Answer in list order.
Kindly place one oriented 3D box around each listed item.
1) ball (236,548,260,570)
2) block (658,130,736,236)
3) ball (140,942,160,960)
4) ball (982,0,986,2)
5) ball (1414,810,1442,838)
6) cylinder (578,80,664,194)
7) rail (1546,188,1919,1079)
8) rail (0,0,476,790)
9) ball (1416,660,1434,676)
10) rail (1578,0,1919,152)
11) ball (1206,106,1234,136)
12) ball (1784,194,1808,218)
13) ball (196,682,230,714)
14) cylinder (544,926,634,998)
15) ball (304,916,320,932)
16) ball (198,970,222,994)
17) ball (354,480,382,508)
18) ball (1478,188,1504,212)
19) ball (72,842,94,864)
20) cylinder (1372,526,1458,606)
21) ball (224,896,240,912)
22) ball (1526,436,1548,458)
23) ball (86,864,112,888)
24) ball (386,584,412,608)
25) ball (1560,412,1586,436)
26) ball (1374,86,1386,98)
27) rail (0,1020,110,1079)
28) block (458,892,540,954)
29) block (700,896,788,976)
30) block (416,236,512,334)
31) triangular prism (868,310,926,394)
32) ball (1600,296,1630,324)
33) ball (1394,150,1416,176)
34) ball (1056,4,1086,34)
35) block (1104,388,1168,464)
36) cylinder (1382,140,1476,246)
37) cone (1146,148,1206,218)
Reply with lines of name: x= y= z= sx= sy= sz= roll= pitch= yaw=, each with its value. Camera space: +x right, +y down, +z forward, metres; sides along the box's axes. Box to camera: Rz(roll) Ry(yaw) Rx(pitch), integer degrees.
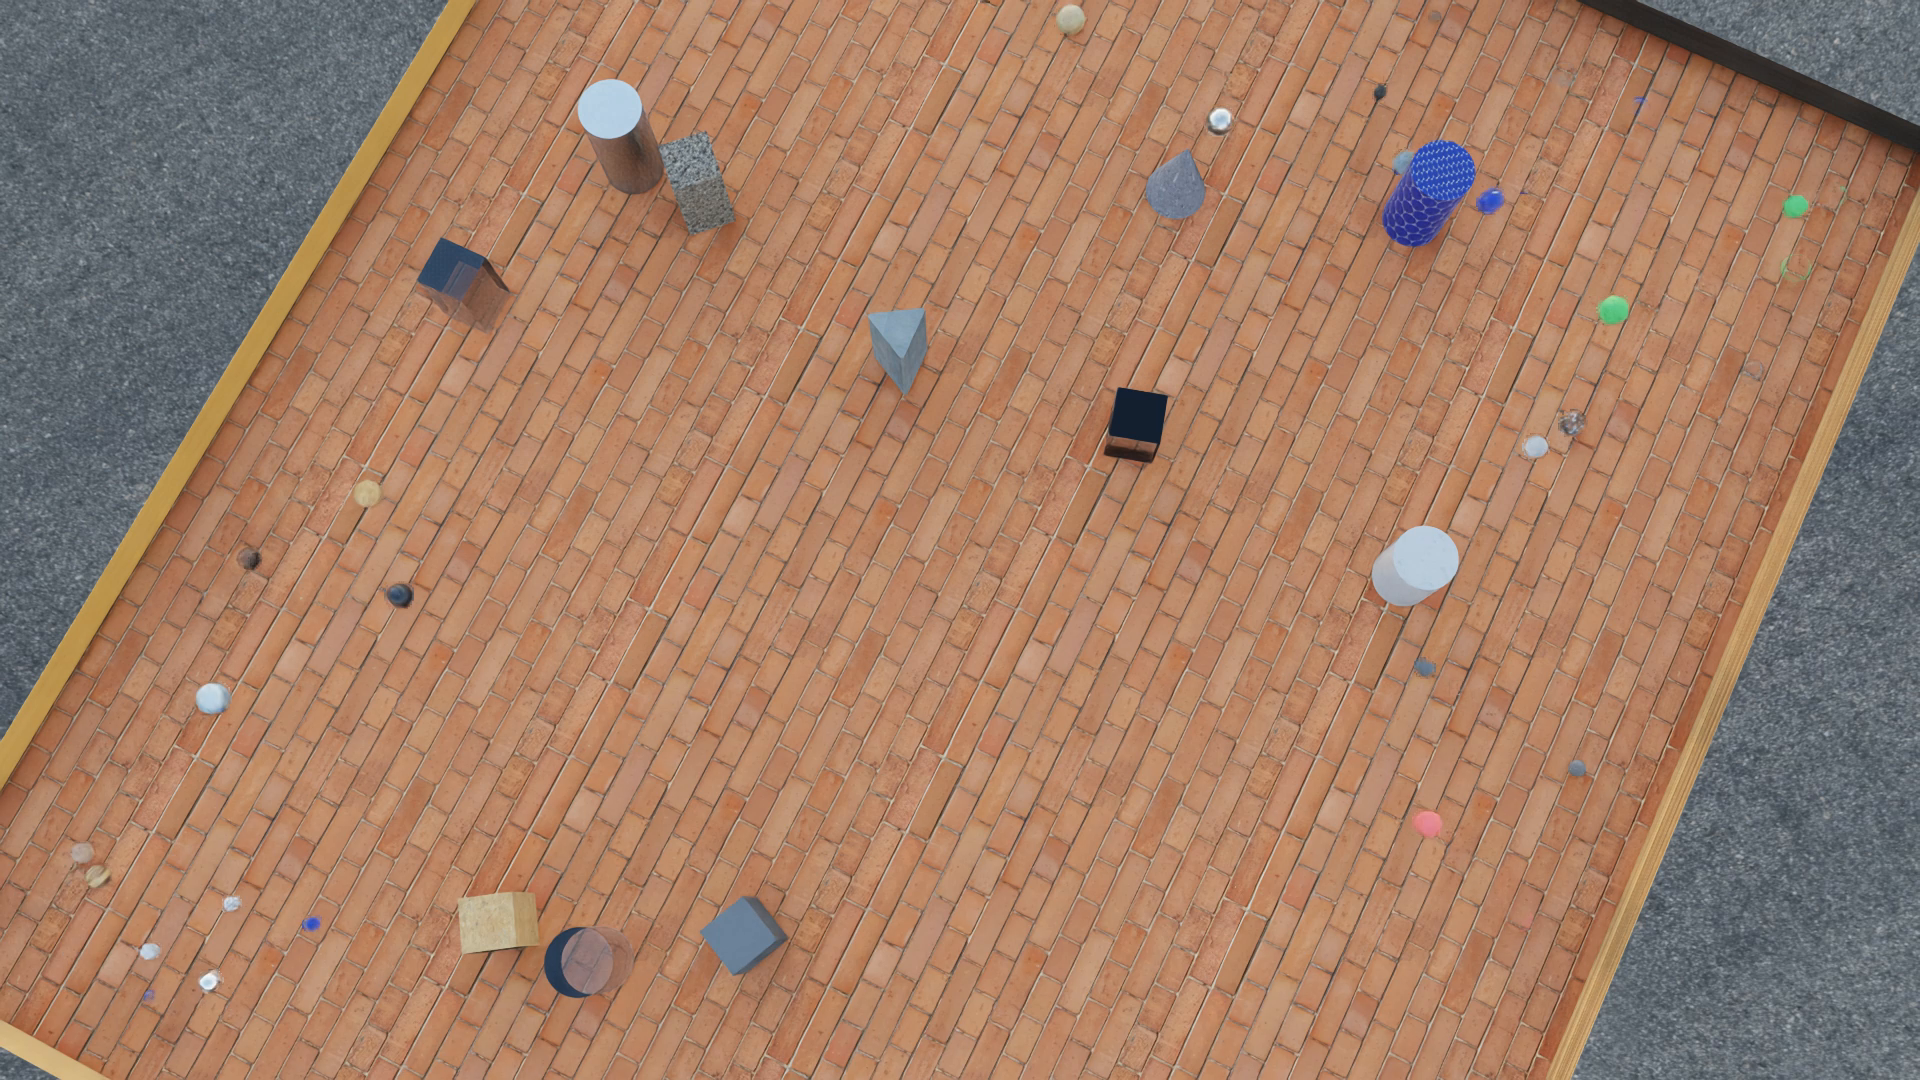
ball: x=-2.162 y=0.056 z=5.571 sx=0.067 sy=0.067 sz=0.067 roll=0 pitch=78 yaw=0
block: x=-0.808 y=-1.097 z=5.658 sx=0.152 sy=0.362 sz=0.152 roll=-19 pitch=79 yaw=-4
ball: x=-2.361 y=1.199 z=5.342 sx=0.051 sy=0.051 sz=0.051 roll=0 pitch=78 yaw=0
ball: x=0.077 y=-1.787 z=5.949 sx=0.074 sy=0.074 sz=0.074 roll=0 pitch=78 yaw=0
ball: x=1.381 y=0.837 z=5.403 sx=0.079 sy=0.079 sz=0.079 roll=0 pitch=78 yaw=0
cylinder: x=-1.041 y=-1.238 z=5.655 sx=0.190 sy=0.426 sz=0.190 roll=0 pitch=78 yaw=0
rail: x=1.984 y=0.978 z=5.350 sx=0.045 sy=0.123 sz=5.066 roll=26 pitch=80 yaw=5
rail: x=-1.984 y=-0.965 z=5.752 sx=0.045 sy=0.123 sz=5.066 roll=26 pitch=80 yaw=5
ball: x=1.398 y=0.386 z=5.510 sx=0.051 sy=0.051 sz=0.051 roll=0 pitch=78 yaw=0
rail: x=1.122 y=-2.191 z=6.006 sx=4.483 sy=0.123 sz=0.045 roll=26 pitch=80 yaw=5
ball: x=0.830 y=-1.336 z=5.847 sx=0.089 sy=0.089 sz=0.089 roll=0 pitch=78 yaw=0
ball: x=2.645 y=-1.057 z=5.799 sx=0.070 sy=0.070 sz=0.070 roll=0 pitch=78 yaw=0
ball: x=-2.230 y=0.474 z=5.470 sx=0.095 sy=0.095 sz=0.095 roll=0 pitch=78 yaw=0
cylinder: x=-1.047 y=1.194 z=5.197 sx=0.190 sy=0.337 sz=0.190 roll=0 pitch=78 yaw=0
ball: x=-1.894 y=1.124 z=5.362 sx=0.042 sy=0.042 sz=0.042 roll=0 pitch=78 yaw=0
ball: x=-2.177 y=1.283 z=5.319 sx=0.063 sy=0.063 sz=0.063 roll=0 pitch=78 yaw=0
ball: x=-1.811 y=-0.142 z=5.603 sx=0.084 sy=0.084 sz=0.084 roll=0 pitch=78 yaw=0
ball: x=1.682 y=-1.074 z=5.799 sx=0.078 sy=0.078 sz=0.078 roll=0 pitch=78 yaw=0
ball: x=-2.583 y=0.921 z=5.395 sx=0.060 sy=0.060 sz=0.060 roll=0 pitch=78 yaw=0
cylinder: x=1.352 y=0.081 z=5.454 sx=0.190 sy=0.285 sz=0.190 roll=0 pitch=78 yaw=0
ball: x=-2.136 y=1.067 z=5.373 sx=0.044 sy=0.044 sz=0.044 roll=0 pitch=78 yaw=0
ball: x=1.775 y=-0.287 z=5.641 sx=0.068 sy=0.068 sz=0.068 roll=0 pitch=78 yaw=0
ball: x=-2.529 y=0.988 z=5.377 sx=0.069 sy=0.069 sz=0.069 roll=0 pitch=78 yaw=0
ball: x=-1.696 y=0.168 z=5.544 sx=0.075 sy=0.075 sz=0.075 roll=0 pitch=78 yaw=0
ball: x=1.890 y=-0.359 z=5.652 sx=0.075 sy=0.075 sz=0.075 roll=0 pitch=78 yaw=0
ball: x=1.351 y=-1.440 z=5.893 sx=0.042 sy=0.042 sz=0.042 roll=0 pitch=78 yaw=0
rail: x=-1.122 y=2.205 z=5.096 sx=4.483 sy=0.123 sz=0.045 roll=26 pitch=80 yaw=5
block: x=-1.318 y=1.095 z=5.245 sx=0.152 sy=0.283 sz=0.152 roll=-7 pitch=78 yaw=-2
block: x=-0.608 y=1.121 z=5.201 sx=0.152 sy=0.360 sz=0.152 roll=-39 pitch=81 yaw=-7
block: x=-1.515 y=-0.775 z=5.614 sx=0.152 sy=0.319 sz=0.152 roll=25 pitch=79 yaw=5
triangular prism: x=-0.161 y=-0.596 z=5.544 sx=0.143 sy=0.383 sz=0.165 roll=-36 pitch=81 yaw=-7
ball: x=2.042 y=-0.718 z=5.720 sx=0.088 sy=0.088 sz=0.088 roll=0 pitch=78 yaw=0
ball: x=1.419 y=-1.198 z=5.824 sx=0.080 sy=0.080 sz=0.080 roll=0 pitch=78 yaw=0
ball: x=0.358 y=-1.680 z=5.916 sx=0.095 sy=0.095 sz=0.095 roll=0 pitch=78 yaw=0
block: x=0.532 y=-0.347 z=5.567 sx=0.152 sy=0.237 sz=0.152 roll=10 pitch=78 yaw=2
cylinder: x=1.437 y=-1.061 z=5.639 sx=0.190 sy=0.386 sz=0.190 roll=0 pitch=78 yaw=0
cone: x=0.688 y=-1.147 z=5.684 sx=0.190 sy=0.332 sz=0.190 roll=0 pitch=78 yaw=0
